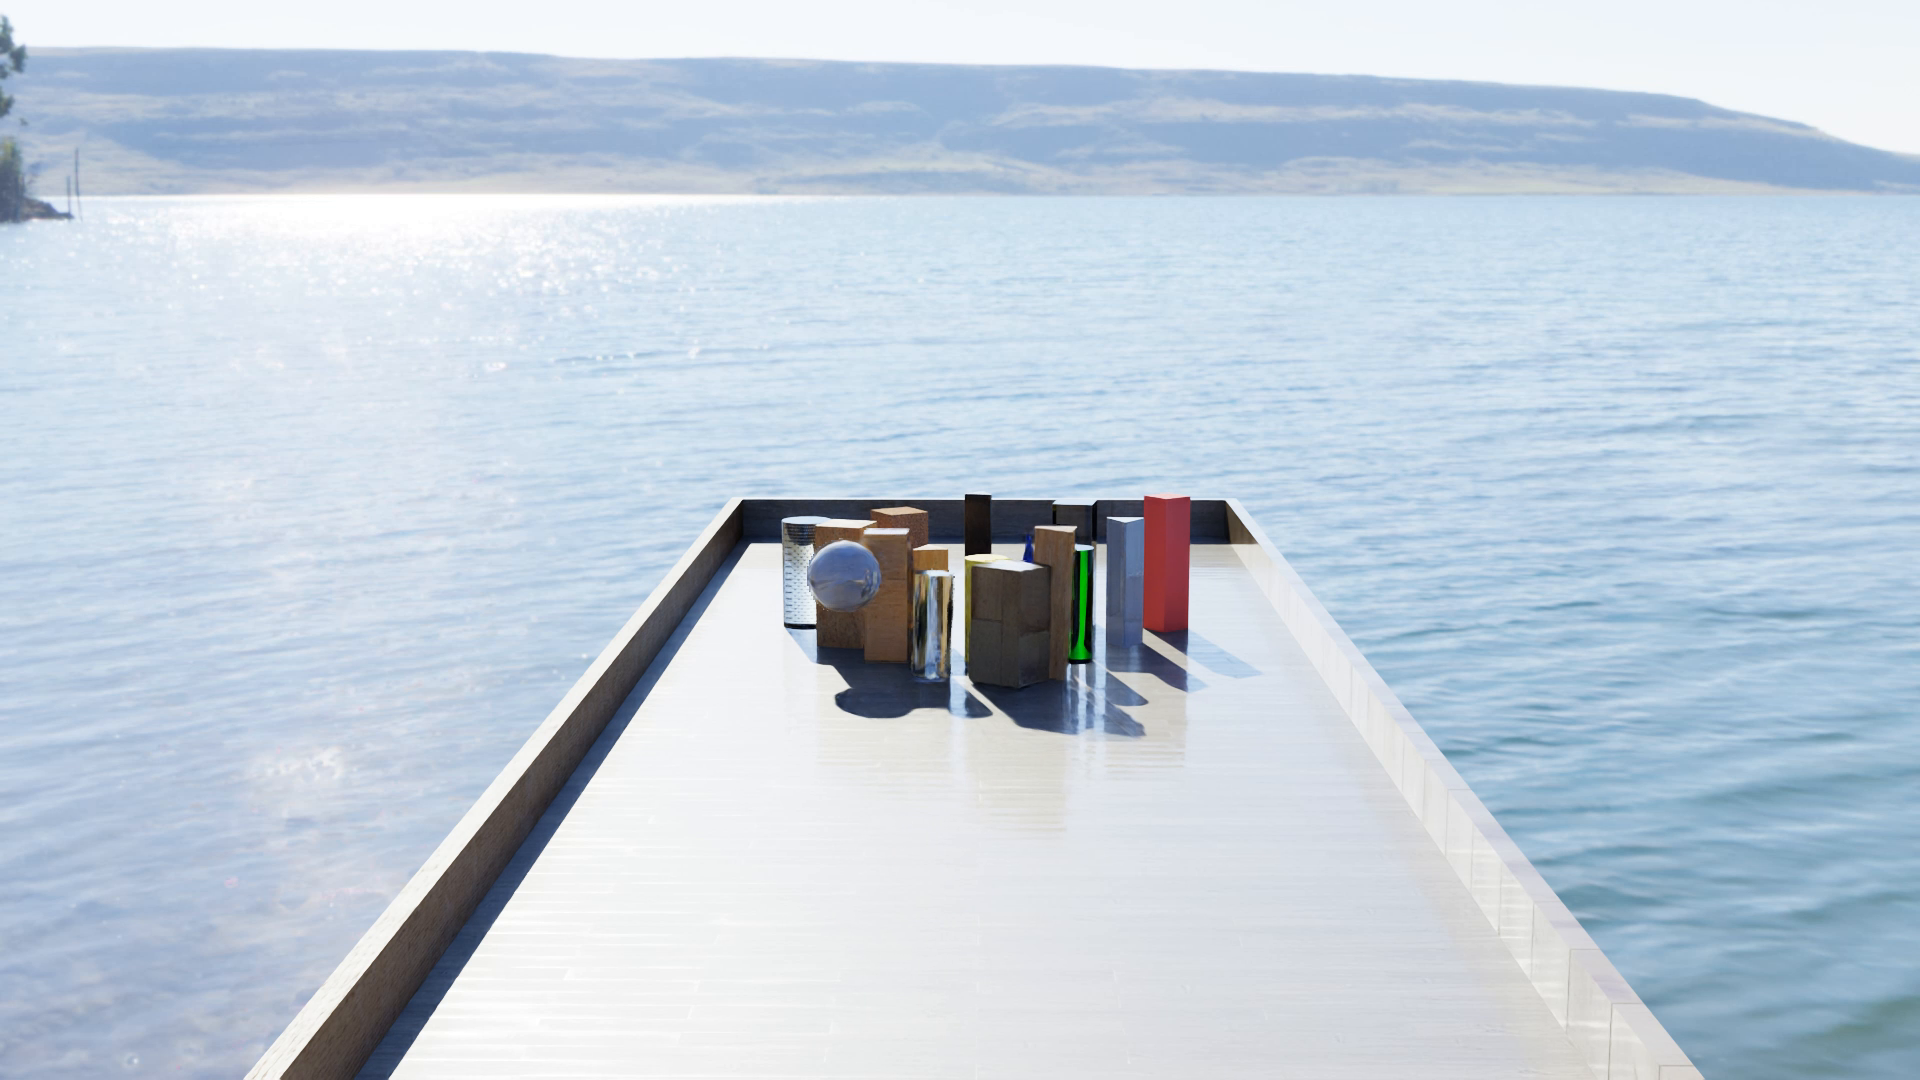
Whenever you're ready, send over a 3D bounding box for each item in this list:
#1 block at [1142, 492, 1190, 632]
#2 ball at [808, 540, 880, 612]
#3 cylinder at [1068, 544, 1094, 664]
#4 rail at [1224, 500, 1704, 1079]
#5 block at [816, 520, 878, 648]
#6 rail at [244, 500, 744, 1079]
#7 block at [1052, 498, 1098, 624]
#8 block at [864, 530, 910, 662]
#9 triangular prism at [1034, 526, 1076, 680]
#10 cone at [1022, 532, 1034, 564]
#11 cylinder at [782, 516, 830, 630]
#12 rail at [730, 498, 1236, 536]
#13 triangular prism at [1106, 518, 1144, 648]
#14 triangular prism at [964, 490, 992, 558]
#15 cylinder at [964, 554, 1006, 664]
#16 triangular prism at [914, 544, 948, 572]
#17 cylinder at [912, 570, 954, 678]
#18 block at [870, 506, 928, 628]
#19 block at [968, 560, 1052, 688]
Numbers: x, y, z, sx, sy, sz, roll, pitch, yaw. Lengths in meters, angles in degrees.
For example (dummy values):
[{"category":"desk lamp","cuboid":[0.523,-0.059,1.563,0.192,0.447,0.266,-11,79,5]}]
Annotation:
[{"category":"block","cuboid":[0.671,0.073,7.156,0.107,0.437,0.107,-7,11,-37]},{"category":"ball","cuboid":[-0.342,0.109,6.533,0.213,0.213,0.213,0,9,0]},{"category":"cylinder","cuboid":[0.348,0.195,6.665,0.112,0.348,0.112,0,9,0]},{"category":"rail","cuboid":[1.046,0.843,3.208,0.050,0.150,12.000,0,9,1]},{"category":"block","cuboid":[-0.357,0.137,6.927,0.149,0.382,0.149,3,10,19]},{"category":"rail","cuboid":[-1.004,0.839,3.234,0.050,0.150,12.000,0,9,1]},{"category":"block","cuboid":[0.374,0.079,7.194,0.129,0.412,0.129,2,9,11]},{"category":"block","cuboid":[-0.221,0.167,6.699,0.129,0.388,0.129,1,6,4]},{"category":"triangular prism","cuboid":[0.294,0.181,6.457,0.130,0.436,0.112,9,9,37]},{"category":"cone","cuboid":[0.216,0.150,6.912,0.154,0.361,0.154,0,9,0]},{"category":"cylinder","cuboid":[-0.501,0.107,7.215,0.162,0.349,0.162,0,9,0]},{"category":"rail","cuboid":[0.099,-0.098,9.147,2.100,0.150,0.050,0,9,1]},{"category":"triangular prism","cuboid":[0.504,0.130,6.917,0.100,0.398,0.115,6,11,34]},{"category":"triangular prism","cuboid":[0.067,0.062,7.216,0.090,0.439,0.078,2,9,13]},{"category":"cylinder","cuboid":[0.078,0.211,6.668,0.128,0.317,0.128,0,9,0]},{"category":"triangular prism","cuboid":[-0.096,0.171,6.973,0.108,0.301,0.094,-1,9,-6]},{"category":"cylinder","cuboid":[-0.081,0.247,6.457,0.116,0.304,0.116,2,6,0]},{"category":"block","cuboid":[-0.198,0.093,7.211,0.138,0.380,0.138,-5,10,-30]},{"category":"block","cuboid":[0.147,0.241,6.385,0.169,0.337,0.169,6,8,33]}]
